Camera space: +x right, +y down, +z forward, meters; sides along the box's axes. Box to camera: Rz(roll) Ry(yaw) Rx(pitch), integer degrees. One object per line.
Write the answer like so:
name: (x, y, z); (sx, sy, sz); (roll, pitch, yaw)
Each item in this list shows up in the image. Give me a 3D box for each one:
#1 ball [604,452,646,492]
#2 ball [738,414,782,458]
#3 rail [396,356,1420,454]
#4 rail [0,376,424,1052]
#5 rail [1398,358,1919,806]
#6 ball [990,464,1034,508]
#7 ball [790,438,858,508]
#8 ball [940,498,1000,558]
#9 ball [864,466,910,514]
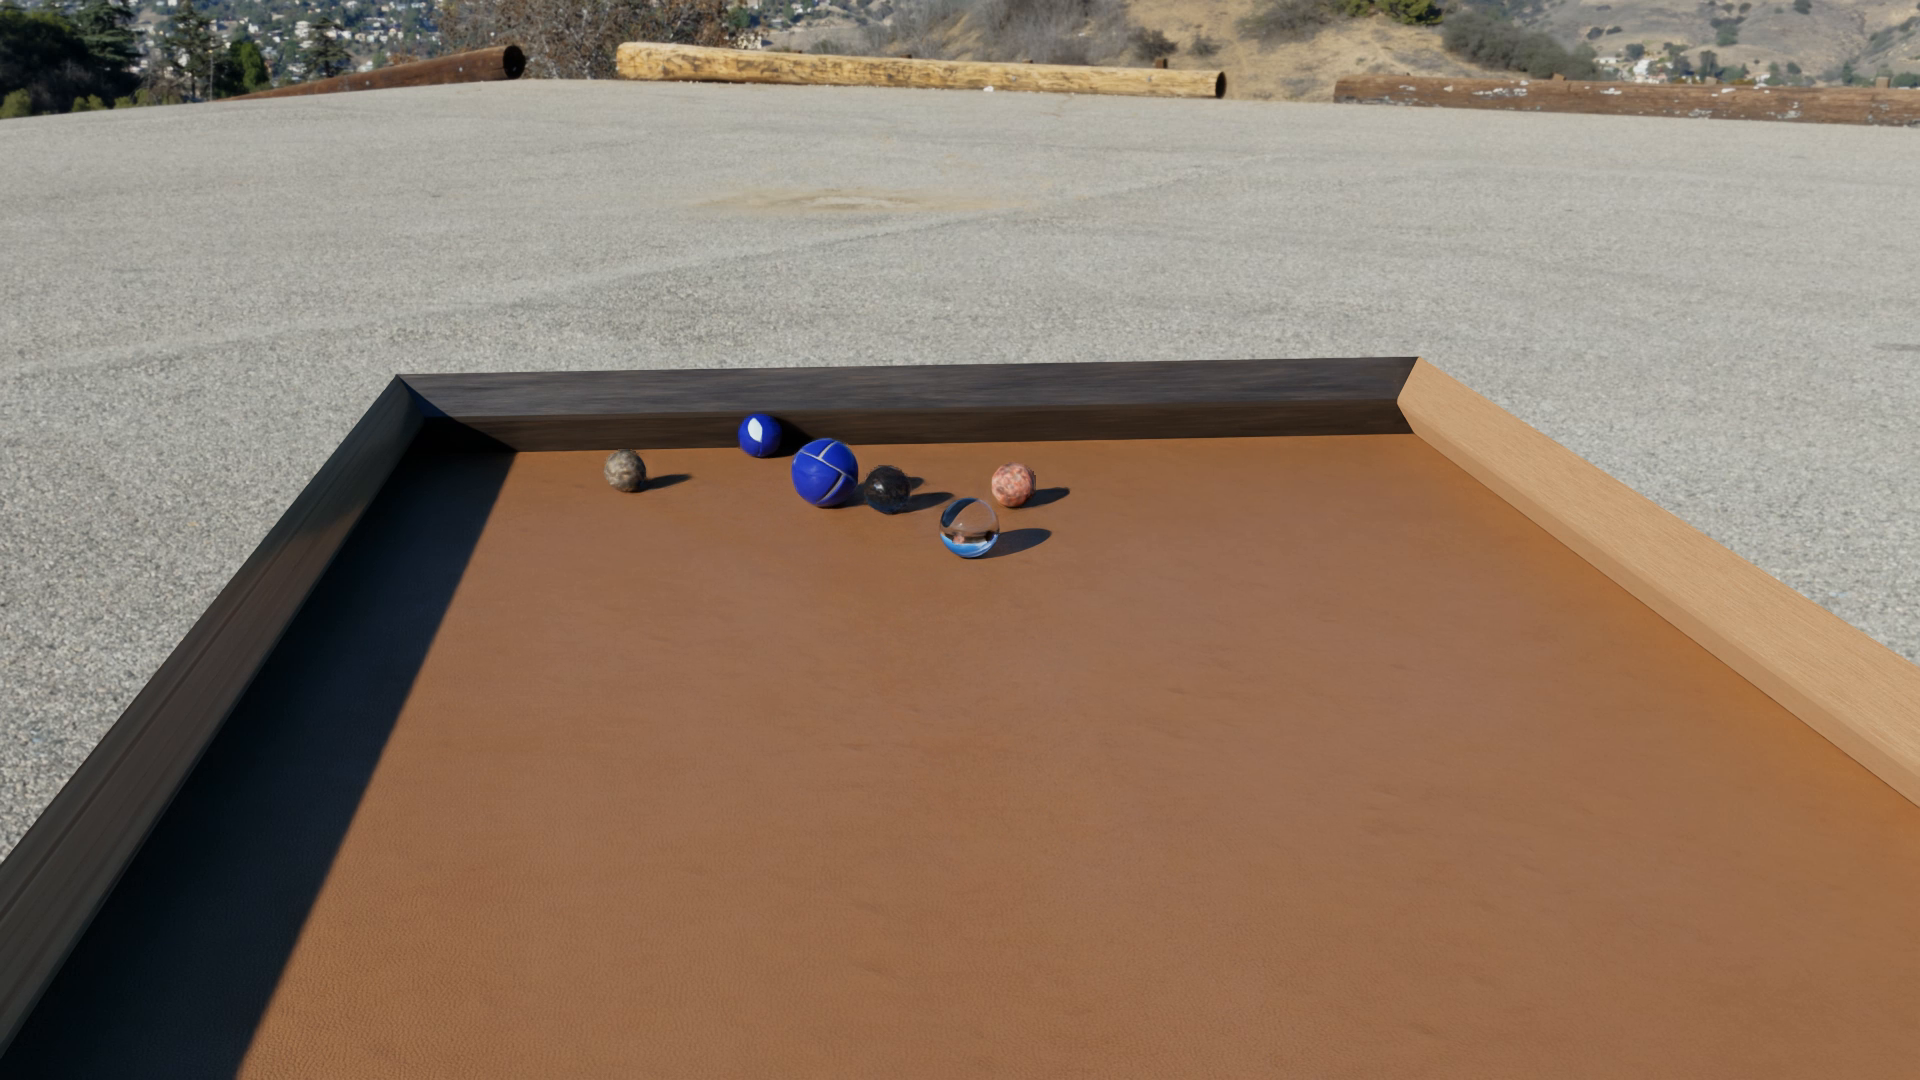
ball: (-0.463, -0.095, 3.044); (0.057, 0.057, 0.057); (0, 15, 0)
ball: (-0.294, -0.155, 3.246); (0.065, 0.065, 0.065); (0, 15, 0)
rail: (-0.060, -0.199, 3.303); (1.546, 0.119, 0.045); (-1, 15, -5)
rail: (-0.683, 0.168, 1.959); (0.045, 0.119, 2.708); (-1, 15, -5)
rail: (0.809, 0.131, 2.092); (0.045, 0.119, 2.708); (-1, 15, -5)
ball: (0.071, -0.074, 2.962); (0.059, 0.059, 0.059); (0, 15, 0)
ball: (-0.182, -0.090, 2.960); (0.092, 0.092, 0.092); (0, 15, 0)
ball: (0.012, -0.015, 2.718); (0.075, 0.075, 0.075); (0, 15, 0)
ball: (-0.097, -0.067, 2.932); (0.062, 0.062, 0.062); (0, 15, 0)
